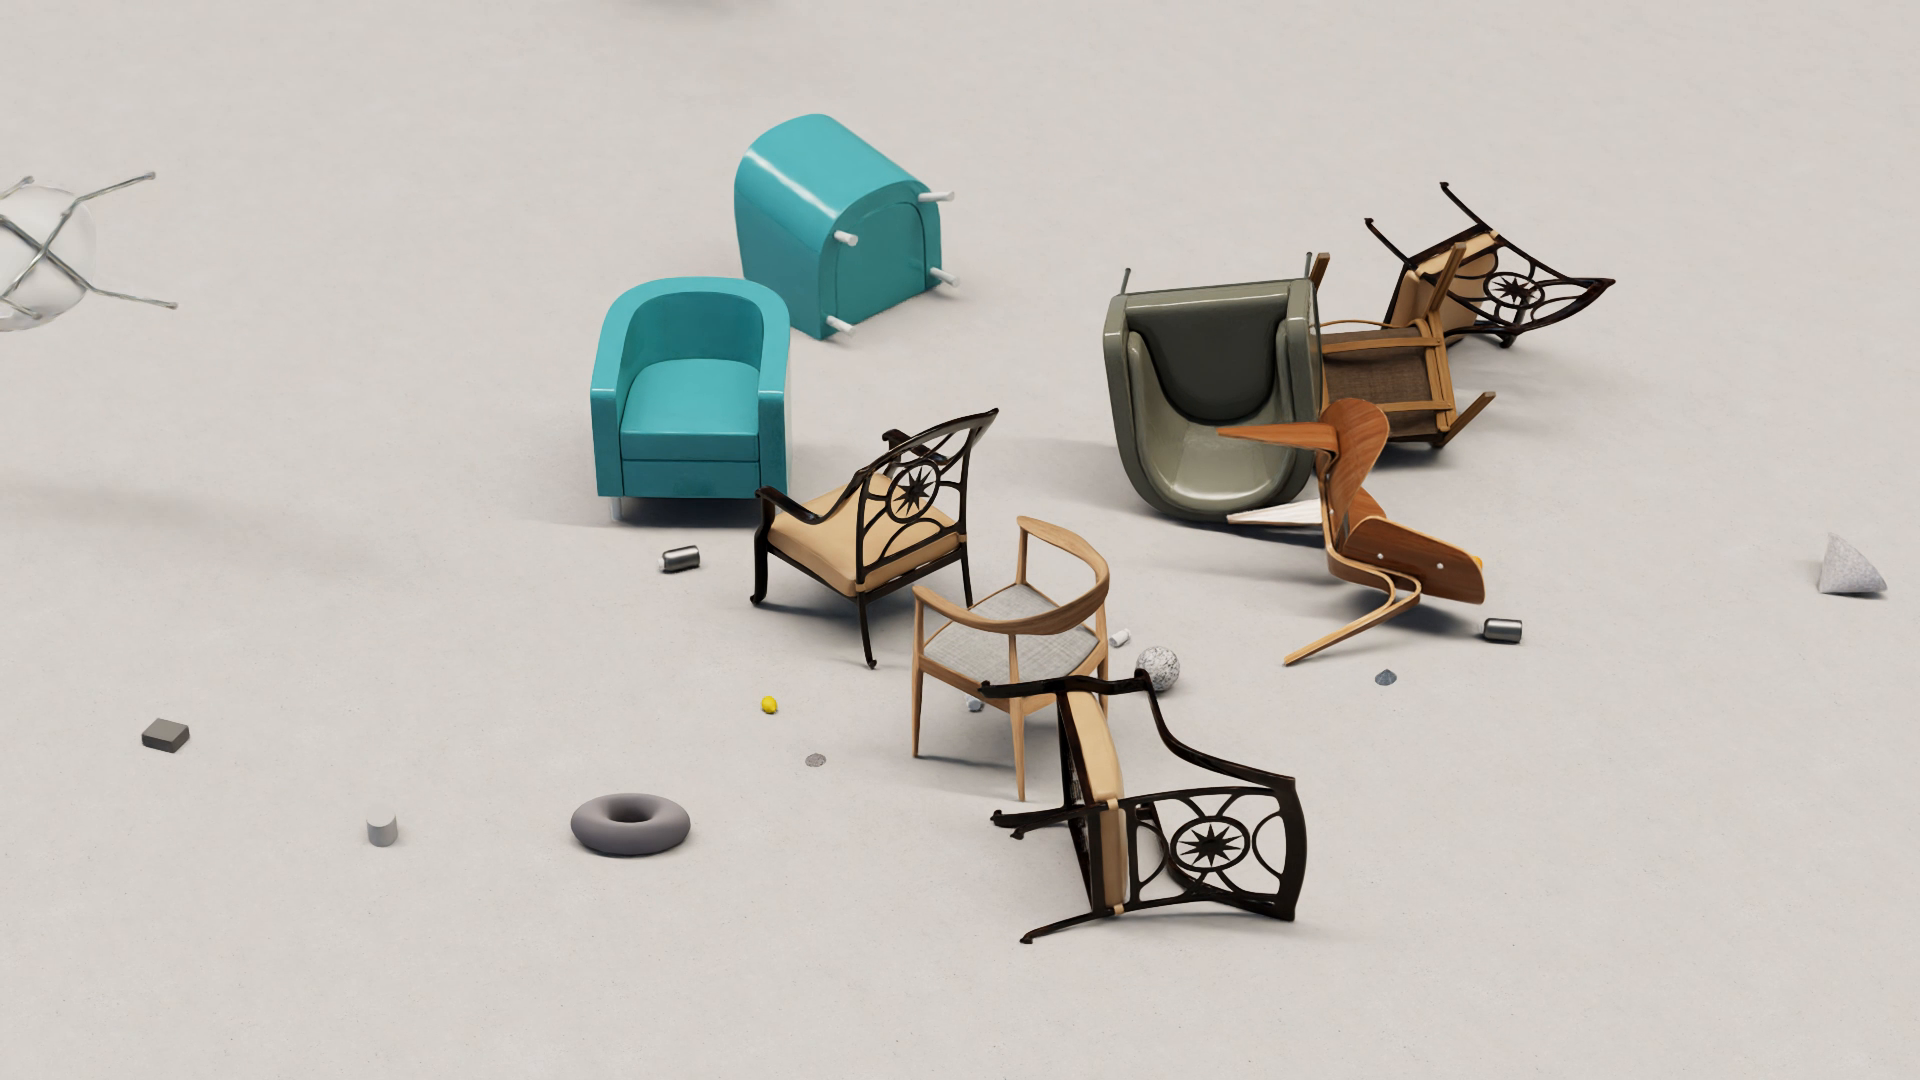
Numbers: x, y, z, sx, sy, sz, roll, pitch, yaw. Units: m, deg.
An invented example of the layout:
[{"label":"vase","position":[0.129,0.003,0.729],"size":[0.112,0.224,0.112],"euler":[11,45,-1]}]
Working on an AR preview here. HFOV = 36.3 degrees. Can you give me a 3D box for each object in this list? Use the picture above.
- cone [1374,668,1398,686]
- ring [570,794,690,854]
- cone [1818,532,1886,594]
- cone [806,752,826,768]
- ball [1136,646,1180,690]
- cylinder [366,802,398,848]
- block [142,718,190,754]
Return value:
[{"label":"cone","position":[1.484,0.464,10.202],"size":[0.072,0.041,0.098],"euler":[20,38,27]},{"label":"ring","position":[-1.062,0.914,9.453],"size":[0.388,0.117,0.226],"euler":[1,35,0]},{"label":"cone","position":[3.190,0.136,10.656],"size":[0.187,0.197,0.299],"euler":[-39,58,-4]},{"label":"cone","position":[-0.484,0.725,9.814],"size":[0.070,0.033,0.076],"euler":[18,38,26]},{"label":"ball","position":[0.683,0.444,10.130],"size":[0.155,0.155,0.155],"euler":[0,33,0]},{"label":"cylinder","position":[-1.867,0.921,9.469],"size":[0.094,0.086,0.124],"euler":[-6,34,-9]},{"label":"block","position":[-2.681,0.660,9.897],"size":[0.121,0.050,0.099],"euler":[12,35,17]}]
